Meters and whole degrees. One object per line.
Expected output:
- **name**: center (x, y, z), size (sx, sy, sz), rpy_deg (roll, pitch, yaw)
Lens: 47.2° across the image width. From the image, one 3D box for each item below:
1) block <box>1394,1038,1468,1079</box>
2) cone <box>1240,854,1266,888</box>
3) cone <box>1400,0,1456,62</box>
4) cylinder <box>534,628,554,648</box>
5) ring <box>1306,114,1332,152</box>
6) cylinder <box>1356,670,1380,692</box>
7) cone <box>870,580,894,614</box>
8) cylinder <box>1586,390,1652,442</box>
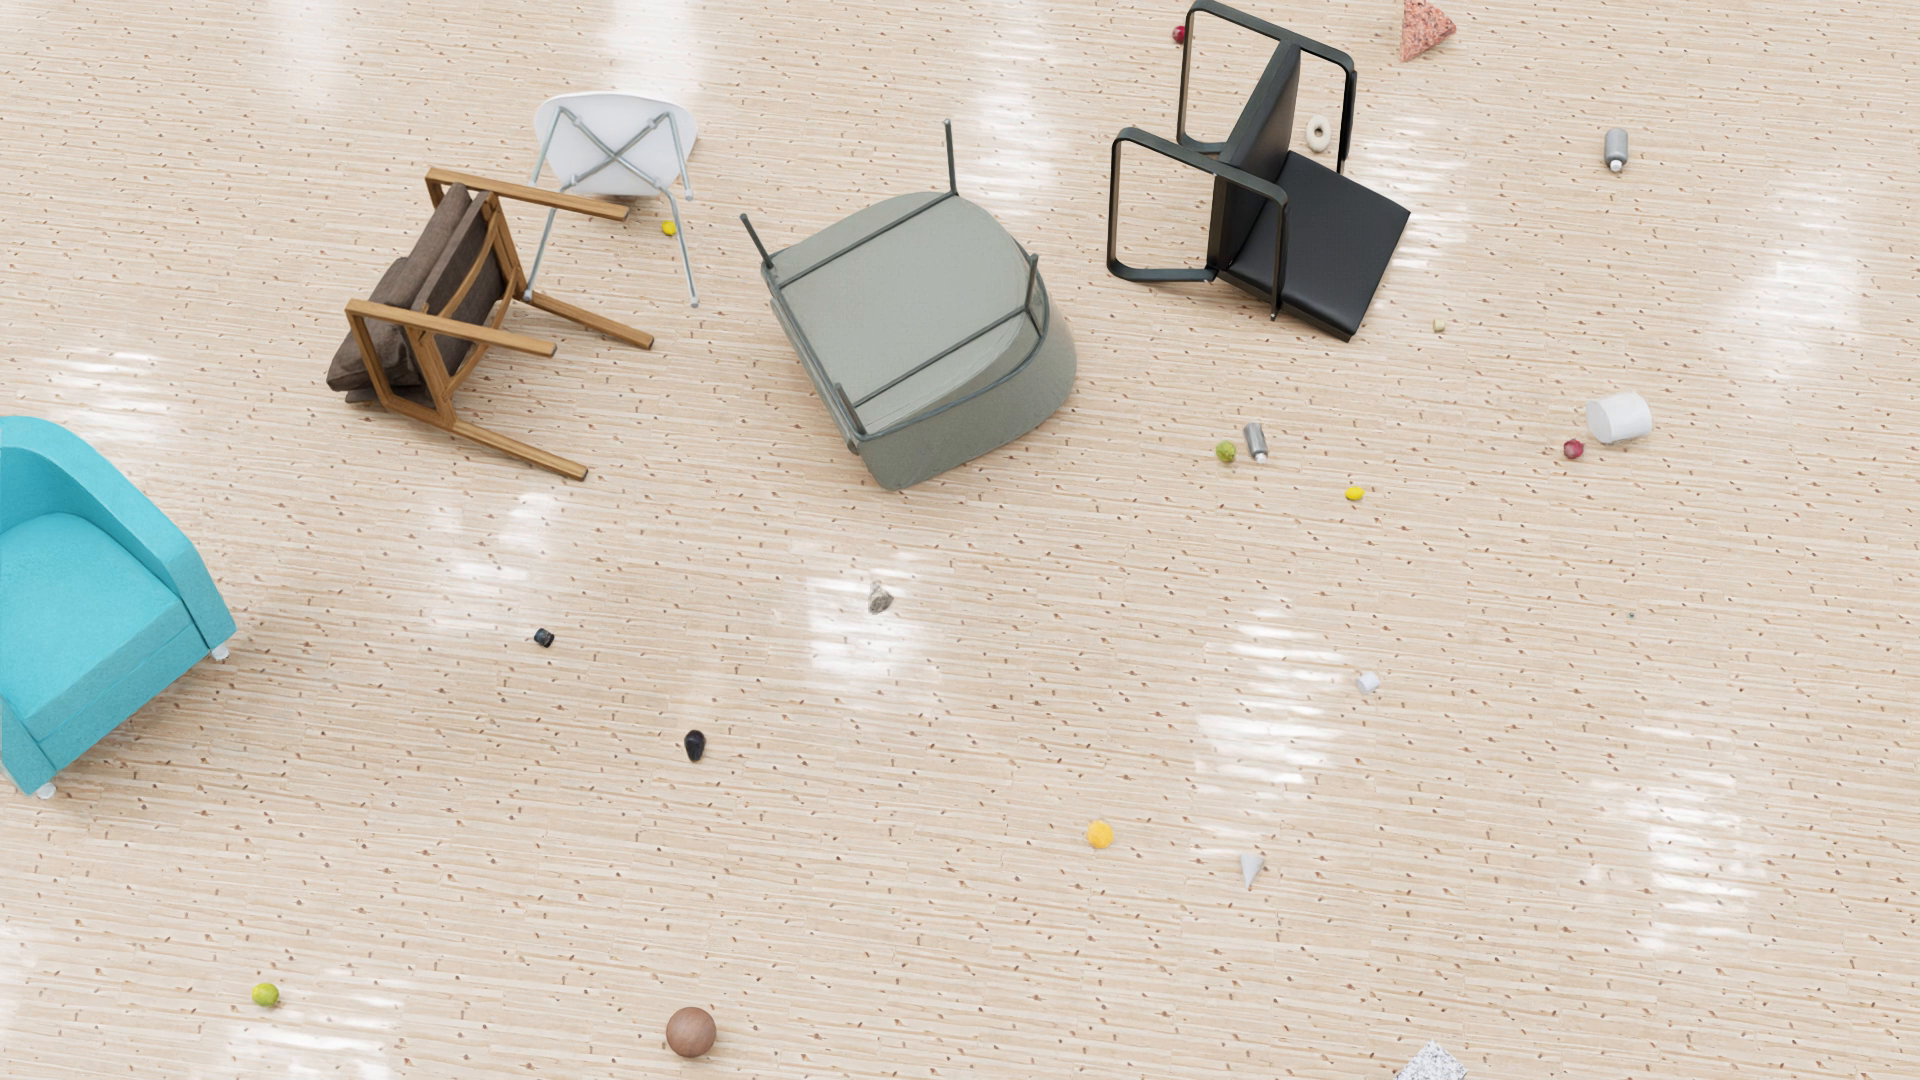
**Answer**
- **block**: center (1.151, 1.398, 5.540), size (0.221, 0.158, 0.117), rpy_deg (-39, 64, -23)
- **cone**: center (0.783, 0.902, 5.950), size (0.071, 0.064, 0.093), rpy_deg (11, 82, 19)
- **cone**: center (1.590, -1.750, 7.692), size (0.206, 0.212, 0.203), rpy_deg (32, 89, 41)
- **cylinder**: center (-1.202, 0.283, 6.359), size (0.040, 0.043, 0.044), rpy_deg (28, 43, 18)
- **ring**: center (1.220, -1.383, 7.479), size (0.085, 0.040, 0.166), rpy_deg (5, 55, 5)
- **cylinder**: center (1.163, 0.404, 6.276), size (0.046, 0.045, 0.049), rpy_deg (-30, 55, -24)
- **cone**: center (-0.244, 0.151, 6.454), size (0.082, 0.056, 0.113), rpy_deg (-39, 40, 14)
- **cylinder**: center (2.020, -0.379, 6.748), size (0.134, 0.125, 0.166), rpy_deg (-13, 35, -9)
